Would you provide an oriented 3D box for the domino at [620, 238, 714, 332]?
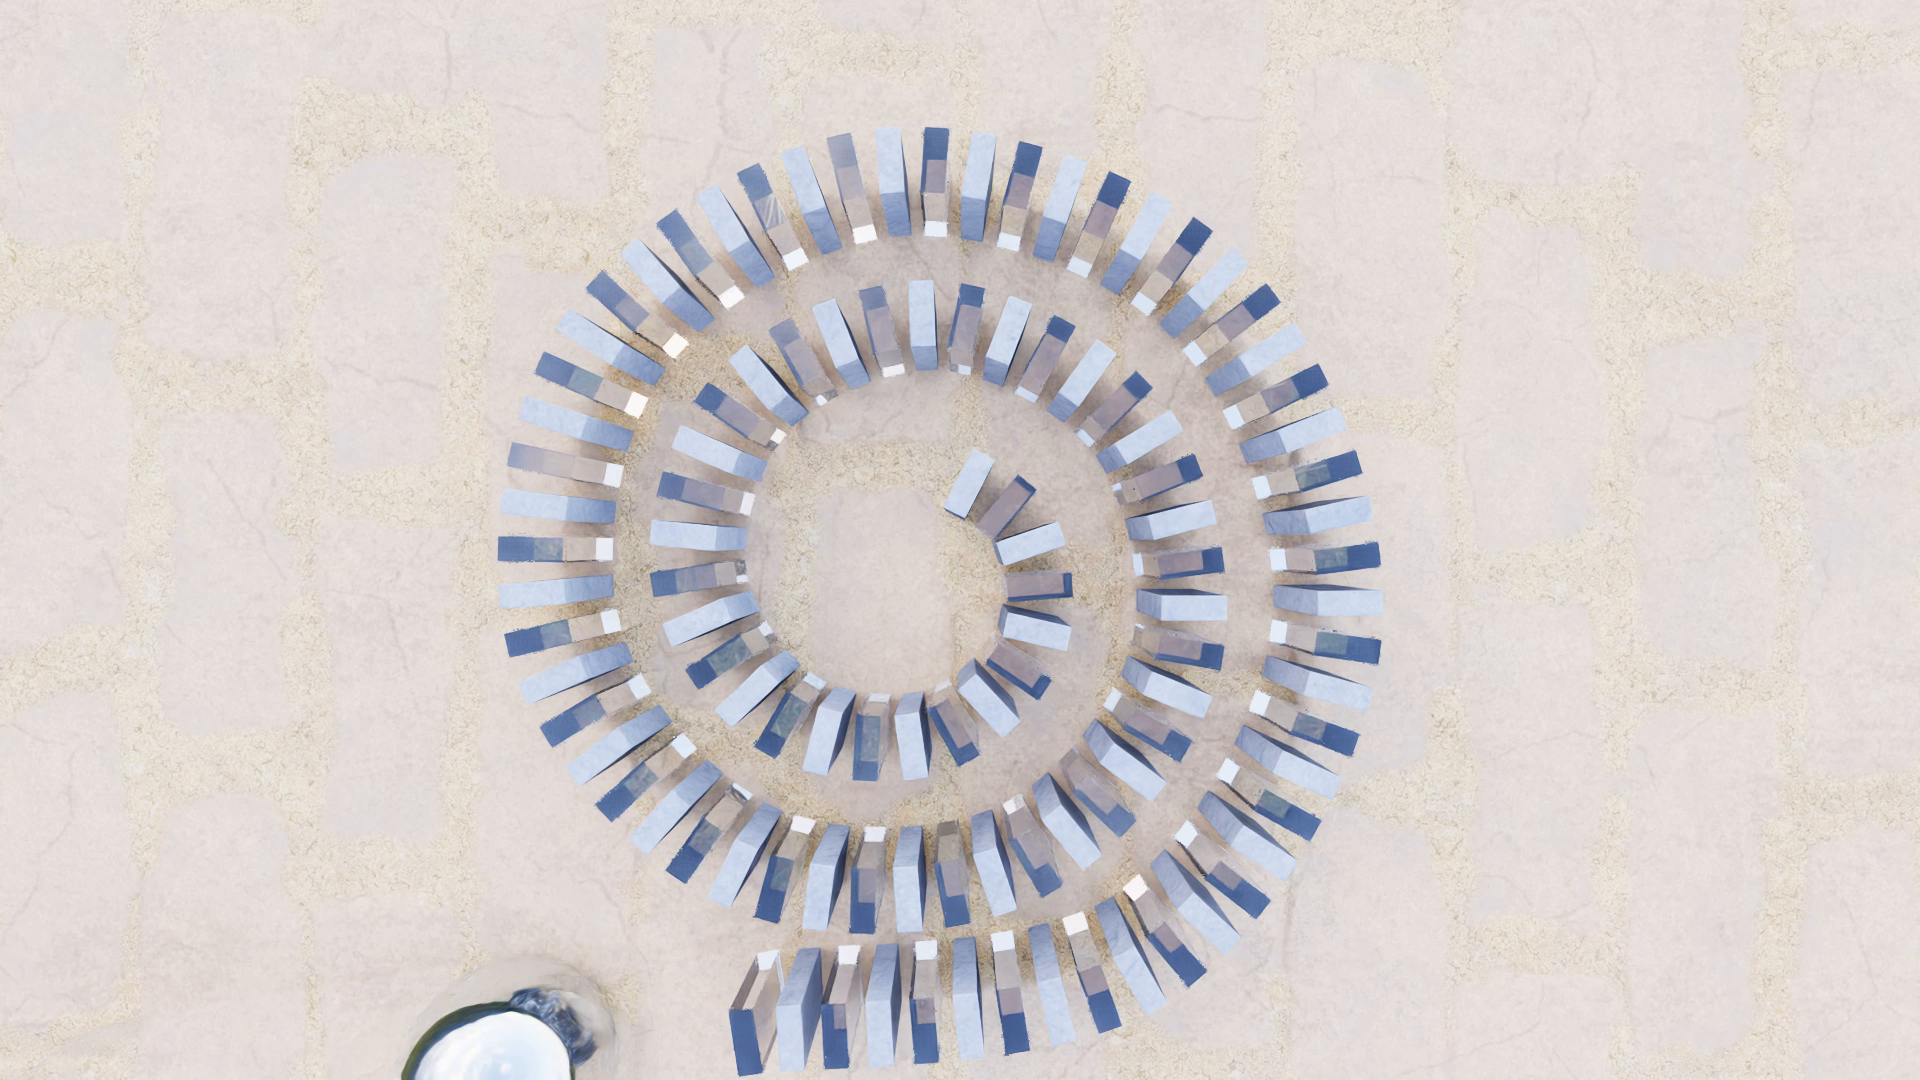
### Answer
[{"bbox_3d":[-0.119,-0.103,0.375,0.009,0.050,0.025,-41,90,0],"label":"domino"}]

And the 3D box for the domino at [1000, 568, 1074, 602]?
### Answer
[{"bbox_3d":[0.031,0.018,0.375,0.025,0.050,0.009,-4,90,0],"label":"domino"}]

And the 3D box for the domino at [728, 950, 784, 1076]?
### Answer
[{"bbox_3d":[-0.082,0.192,0.375,0.010,0.050,0.025,-9,90,0],"label":"domino"}]

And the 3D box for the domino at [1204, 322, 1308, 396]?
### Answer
[{"bbox_3d":[0.120,-0.073,0.375,0.025,0.050,0.009,-31,90,0],"label":"domino"}]

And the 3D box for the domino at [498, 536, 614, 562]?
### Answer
[{"bbox_3d":[-0.164,0.004,0.375,0.025,0.050,0.010,2,90,0],"label":"domino"}]

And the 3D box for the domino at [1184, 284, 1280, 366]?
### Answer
[{"bbox_3d":[0.110,-0.087,0.375,0.025,0.050,0.010,-37,90,0],"label":"domino"}]

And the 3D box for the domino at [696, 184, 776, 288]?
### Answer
[{"bbox_3d":[-0.091,-0.123,0.375,0.010,0.050,0.025,-31,90,0],"label":"domino"}]

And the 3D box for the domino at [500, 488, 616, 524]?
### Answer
[{"bbox_3d":[-0.163,-0.013,0.375,0.025,0.050,0.009,7,90,0],"label":"domino"}]

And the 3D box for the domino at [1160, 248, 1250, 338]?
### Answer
[{"bbox_3d":[0.099,-0.100,0.375,0.009,0.050,0.025,44,90,0],"label":"domino"}]

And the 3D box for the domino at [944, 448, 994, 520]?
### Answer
[{"bbox_3d":[0.003,-0.022,0.375,0.010,0.050,0.025,27,90,0],"label":"domino"}]

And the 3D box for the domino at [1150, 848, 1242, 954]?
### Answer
[{"bbox_3d":[0.095,0.147,0.375,0.025,0.050,0.010,43,90,0],"label":"domino"}]

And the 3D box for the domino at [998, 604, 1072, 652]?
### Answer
[{"bbox_3d":[0.030,0.035,0.375,0.025,0.050,0.010,13,90,0],"label":"domino"}]

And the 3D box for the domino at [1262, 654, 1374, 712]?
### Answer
[{"bbox_3d":[0.145,0.058,0.375,0.025,0.050,0.010,15,90,0],"label":"domino"}]

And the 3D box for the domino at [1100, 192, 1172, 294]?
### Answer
[{"bbox_3d":[0.071,-0.120,0.375,0.010,0.050,0.025,30,90,0],"label":"domino"}]

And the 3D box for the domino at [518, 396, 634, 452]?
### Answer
[{"bbox_3d":[-0.156,-0.047,0.375,0.025,0.050,0.009,18,90,0],"label":"domino"}]

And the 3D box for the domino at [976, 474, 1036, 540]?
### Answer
[{"bbox_3d":[0.018,-0.013,0.375,0.010,0.050,0.025,40,90,0],"label":"domino"}]

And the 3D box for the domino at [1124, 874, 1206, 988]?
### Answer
[{"bbox_3d":[0.083,0.158,0.375,0.010,0.050,0.025,-40,90,0],"label":"domino"}]

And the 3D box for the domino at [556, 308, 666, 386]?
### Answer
[{"bbox_3d":[-0.141,-0.078,0.375,0.025,0.050,0.010,33,90,0],"label":"domino"}]

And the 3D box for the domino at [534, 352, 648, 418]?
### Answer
[{"bbox_3d":[-0.150,-0.063,0.375,0.025,0.050,0.010,24,90,0],"label":"domino"}]

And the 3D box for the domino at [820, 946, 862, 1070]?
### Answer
[{"bbox_3d":[-0.048,0.190,0.375,0.010,0.050,0.025,-3,90,0],"label":"domino"}]

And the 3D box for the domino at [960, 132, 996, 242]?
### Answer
[{"bbox_3d":[0.007,-0.143,0.375,0.009,0.050,0.025,10,90,0],"label":"domino"}]

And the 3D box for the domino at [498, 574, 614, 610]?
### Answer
[{"bbox_3d":[-0.164,0.021,0.375,0.025,0.050,0.009,-5,90,0],"label":"domino"}]

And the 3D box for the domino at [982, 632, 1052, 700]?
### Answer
[{"bbox_3d":[0.022,0.051,0.375,0.025,0.050,0.009,35,90,0],"label":"domino"}]

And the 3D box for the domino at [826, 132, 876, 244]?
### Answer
[{"bbox_3d":[-0.044,-0.143,0.375,0.009,0.050,0.025,-13,90,0],"label":"domino"}]

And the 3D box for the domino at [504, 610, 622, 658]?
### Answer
[{"bbox_3d":[-0.161,0.038,0.375,0.025,0.050,0.009,-13,90,0],"label":"domino"}]

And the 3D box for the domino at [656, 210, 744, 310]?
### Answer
[{"bbox_3d":[-0.105,-0.114,0.375,0.009,0.050,0.025,-36,90,0],"label":"domino"}]

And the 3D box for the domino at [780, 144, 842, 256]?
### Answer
[{"bbox_3d":[-0.060,-0.138,0.375,0.010,0.050,0.025,-20,90,0],"label":"domino"}]

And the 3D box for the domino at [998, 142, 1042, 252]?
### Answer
[{"bbox_3d":[0.024,-0.139,0.375,0.010,0.050,0.025,15,90,0],"label":"domino"}]

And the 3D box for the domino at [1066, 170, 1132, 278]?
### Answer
[{"bbox_3d":[0.056,-0.128,0.375,0.010,0.050,0.025,24,90,0],"label":"domino"}]

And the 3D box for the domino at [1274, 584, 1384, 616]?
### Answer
[{"bbox_3d":[0.149,0.024,0.375,0.025,0.050,0.010,0,90,0],"label":"domino"}]

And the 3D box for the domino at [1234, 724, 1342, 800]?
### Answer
[{"bbox_3d":[0.133,0.090,0.375,0.025,0.050,0.009,25,90,0],"label":"domino"}]

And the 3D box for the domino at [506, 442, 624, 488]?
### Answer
[{"bbox_3d":[-0.160,-0.030,0.375,0.025,0.050,0.010,12,90,0],"label":"domino"}]

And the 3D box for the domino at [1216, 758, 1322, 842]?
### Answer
[{"bbox_3d":[0.125,0.105,0.375,0.025,0.050,0.010,29,90,0],"label":"domino"}]

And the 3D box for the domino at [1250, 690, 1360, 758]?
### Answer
[{"bbox_3d":[0.139,0.074,0.375,0.025,0.050,0.009,20,90,0],"label":"domino"}]

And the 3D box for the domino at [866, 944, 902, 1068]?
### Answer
[{"bbox_3d":[-0.031,0.189,0.375,0.010,0.050,0.025,-3,90,0],"label":"domino"}]

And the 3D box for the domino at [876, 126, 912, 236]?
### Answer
[{"bbox_3d":[-0.027,-0.145,0.375,0.010,0.050,0.025,-4,90,0],"label":"domino"}]

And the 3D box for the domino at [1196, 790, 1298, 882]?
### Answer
[{"bbox_3d":[0.116,0.120,0.375,0.025,0.050,0.009,33,90,0],"label":"domino"}]

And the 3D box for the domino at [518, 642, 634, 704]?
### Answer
[{"bbox_3d":[-0.156,0.054,0.375,0.025,0.050,0.009,-24,90,0],"label":"domino"}]

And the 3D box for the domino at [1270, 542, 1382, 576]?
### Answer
[{"bbox_3d":[0.148,0.007,0.375,0.025,0.050,0.009,-7,90,0],"label":"domino"}]

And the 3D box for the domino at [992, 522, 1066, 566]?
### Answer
[{"bbox_3d":[0.027,0.001,0.375,0.025,0.050,0.010,-19,90,0],"label":"domino"}]

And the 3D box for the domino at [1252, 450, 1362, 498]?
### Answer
[{"bbox_3d":[0.141,-0.026,0.375,0.025,0.050,0.009,-17,90,0],"label":"domino"}]

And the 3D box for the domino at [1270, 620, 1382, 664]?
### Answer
[{"bbox_3d":[0.148,0.041,0.375,0.025,0.050,0.009,8,90,0],"label":"domino"}]

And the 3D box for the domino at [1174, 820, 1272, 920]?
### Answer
[{"bbox_3d":[0.106,0.134,0.375,0.025,0.050,0.010,38,90,0],"label":"domino"}]

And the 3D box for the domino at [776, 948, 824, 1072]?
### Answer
[{"bbox_3d":[-0.065,0.191,0.375,0.009,0.050,0.025,-3,90,0],"label":"domino"}]

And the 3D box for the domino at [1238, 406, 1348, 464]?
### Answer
[{"bbox_3d":[0.135,-0.042,0.375,0.025,0.050,0.010,-22,90,0],"label":"domino"}]

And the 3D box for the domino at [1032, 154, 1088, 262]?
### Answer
[{"bbox_3d":[0.040,-0.134,0.375,0.010,0.050,0.025,20,90,0],"label":"domino"}]

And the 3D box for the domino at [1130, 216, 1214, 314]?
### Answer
[{"bbox_3d":[0.086,-0.111,0.375,0.010,0.050,0.025,36,90,0],"label":"domino"}]

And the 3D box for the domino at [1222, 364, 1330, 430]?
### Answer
[{"bbox_3d":[0.128,-0.058,0.375,0.025,0.050,0.010,-26,90,0],"label":"domino"}]

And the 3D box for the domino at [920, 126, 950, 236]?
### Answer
[{"bbox_3d":[-0.010,-0.145,0.375,0.009,0.050,0.025,4,90,0],"label":"domino"}]

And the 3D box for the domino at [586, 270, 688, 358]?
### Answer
[{"bbox_3d":[-0.131,-0.091,0.375,0.025,0.050,0.009,43,90,0],"label":"domino"}]

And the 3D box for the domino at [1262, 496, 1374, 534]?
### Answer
[{"bbox_3d":[0.145,-0.010,0.375,0.025,0.050,0.009,-13,90,0],"label":"domino"}]

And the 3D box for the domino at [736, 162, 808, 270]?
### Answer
[{"bbox_3d":[-0.076,-0.131,0.375,0.009,0.050,0.025,-26,90,0],"label":"domino"}]

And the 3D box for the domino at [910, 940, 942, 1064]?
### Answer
[{"bbox_3d":[-0.014,0.188,0.375,0.009,0.050,0.025,-5,90,0],"label":"domino"}]
